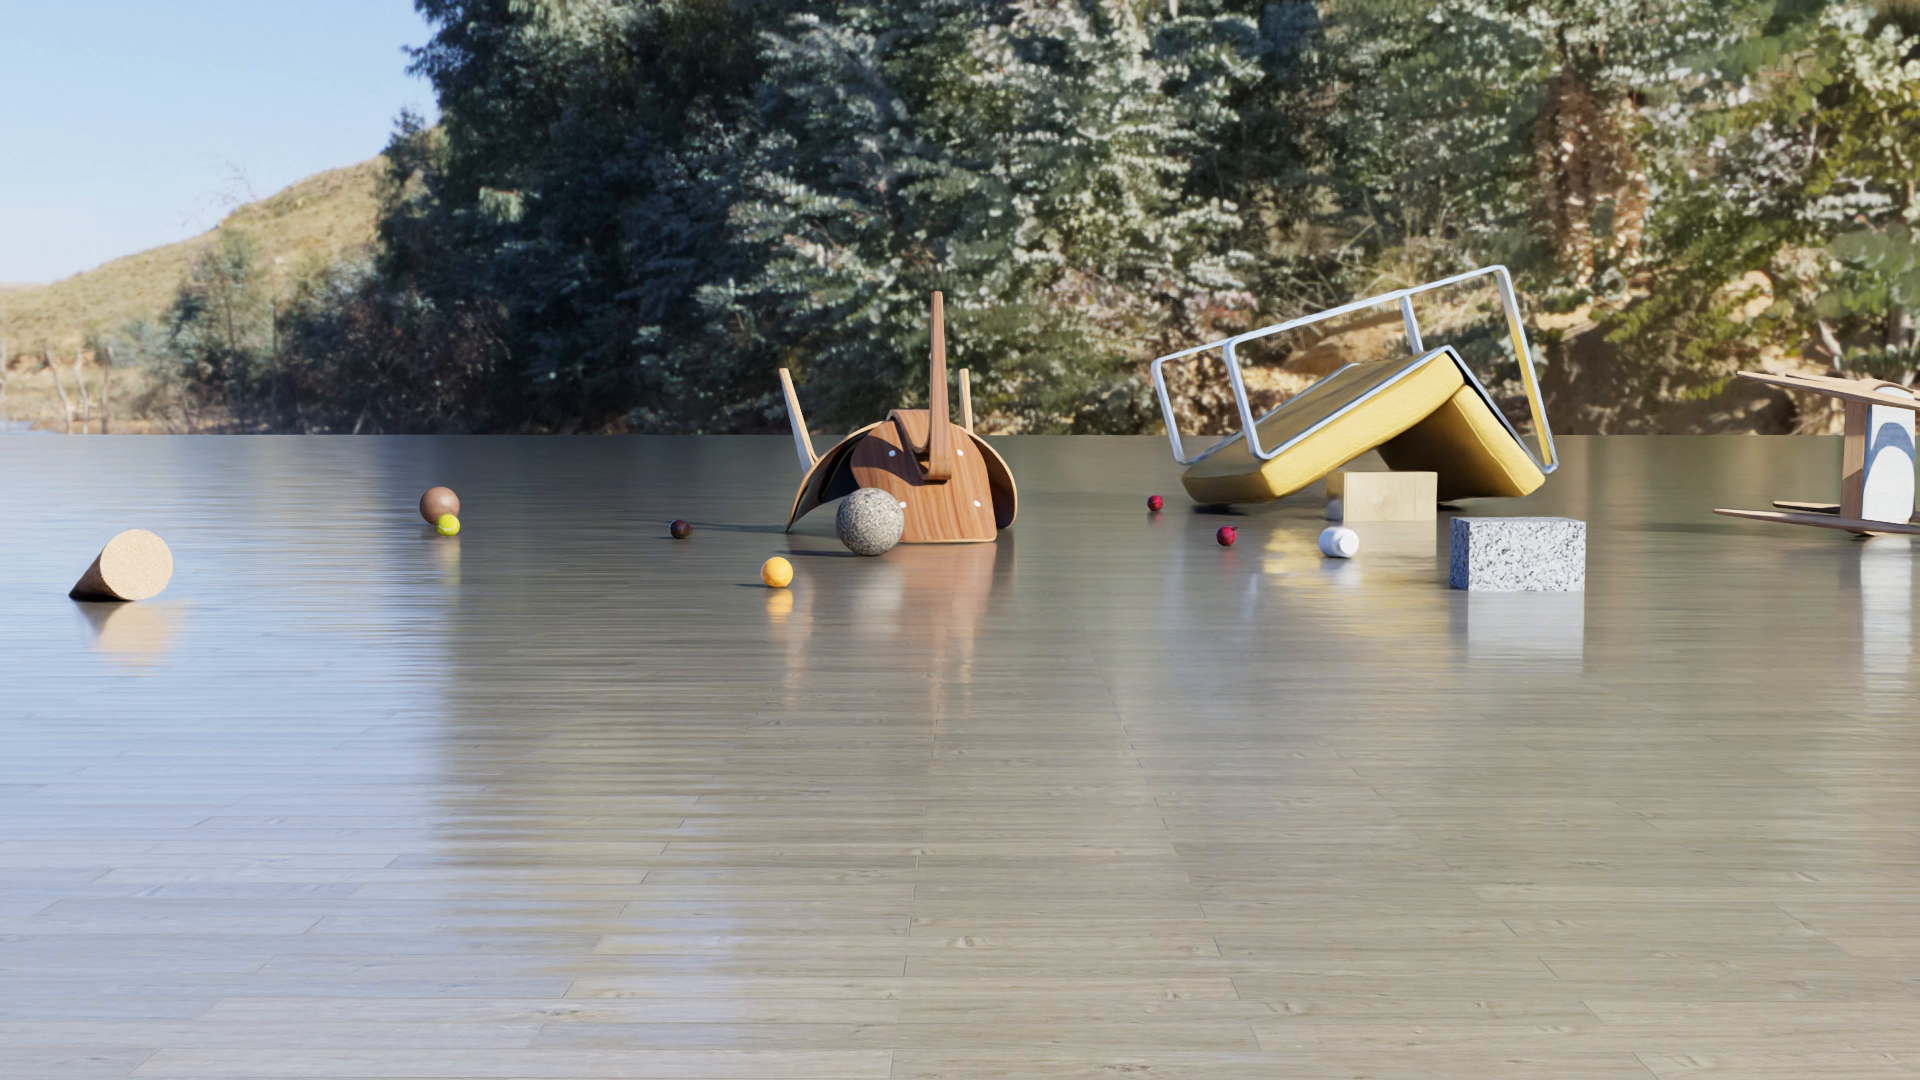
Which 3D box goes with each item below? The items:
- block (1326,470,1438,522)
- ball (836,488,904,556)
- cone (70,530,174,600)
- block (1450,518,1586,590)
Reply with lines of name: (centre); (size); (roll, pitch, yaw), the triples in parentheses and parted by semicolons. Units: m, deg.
block: (1.452, -0.154, 7.583); (0.335, 0.165, 0.169); (-1, 4, -11)
ball: (-0.242, -0.049, 5.913); (0.185, 0.185, 0.185); (0, 4, 0)
cone: (-1.852, 0.086, 4.748); (0.242, 0.151, 0.190); (-18, 11, 30)
block: (1.261, 0.030, 4.985); (0.257, 0.153, 0.194); (0, 4, 0)
